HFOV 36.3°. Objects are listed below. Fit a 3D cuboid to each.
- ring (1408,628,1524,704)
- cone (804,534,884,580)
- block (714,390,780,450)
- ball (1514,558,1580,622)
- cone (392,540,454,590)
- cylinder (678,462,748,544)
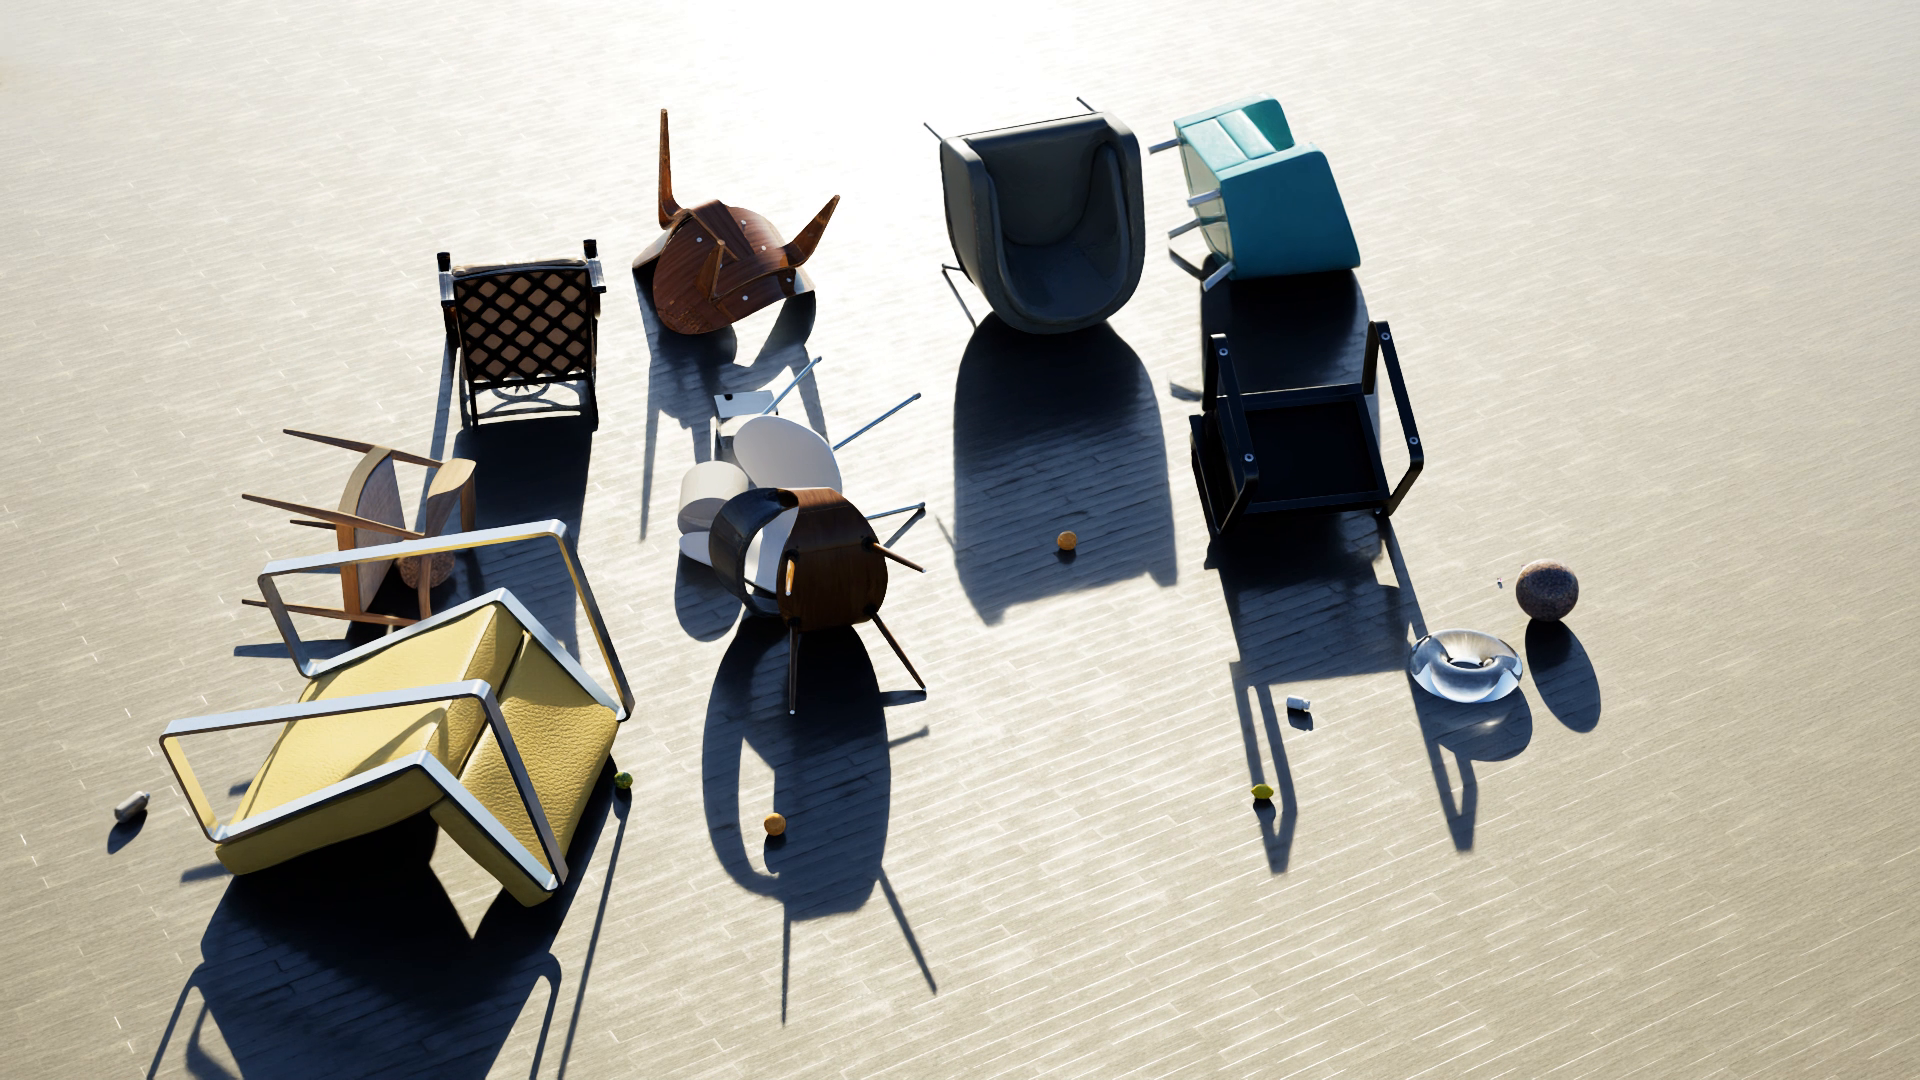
[{"bbox_3d":[1.755,0.436,10.183,0.397,0.113,0.370,14,35,21],"label":"ring"},{"bbox_3d":[-0.407,0.100,10.738,0.277,0.123,0.297,17,31,2],"label":"cone"},{"bbox_3d":[-0.838,-0.476,11.536,0.229,0.143,0.174,-7,34,-10],"label":"block"},{"bbox_3d":[2.096,0.179,10.467,0.227,0.227,0.227,0,33,0],"label":"ball"},{"bbox_3d":[-2.013,0.088,10.737,0.223,0.172,0.242,2,18,45],"label":"cone"},{"bbox_3d":[-0.923,-0.139,10.964,0.255,0.211,0.253,-5,33,2],"label":"cylinder"}]
